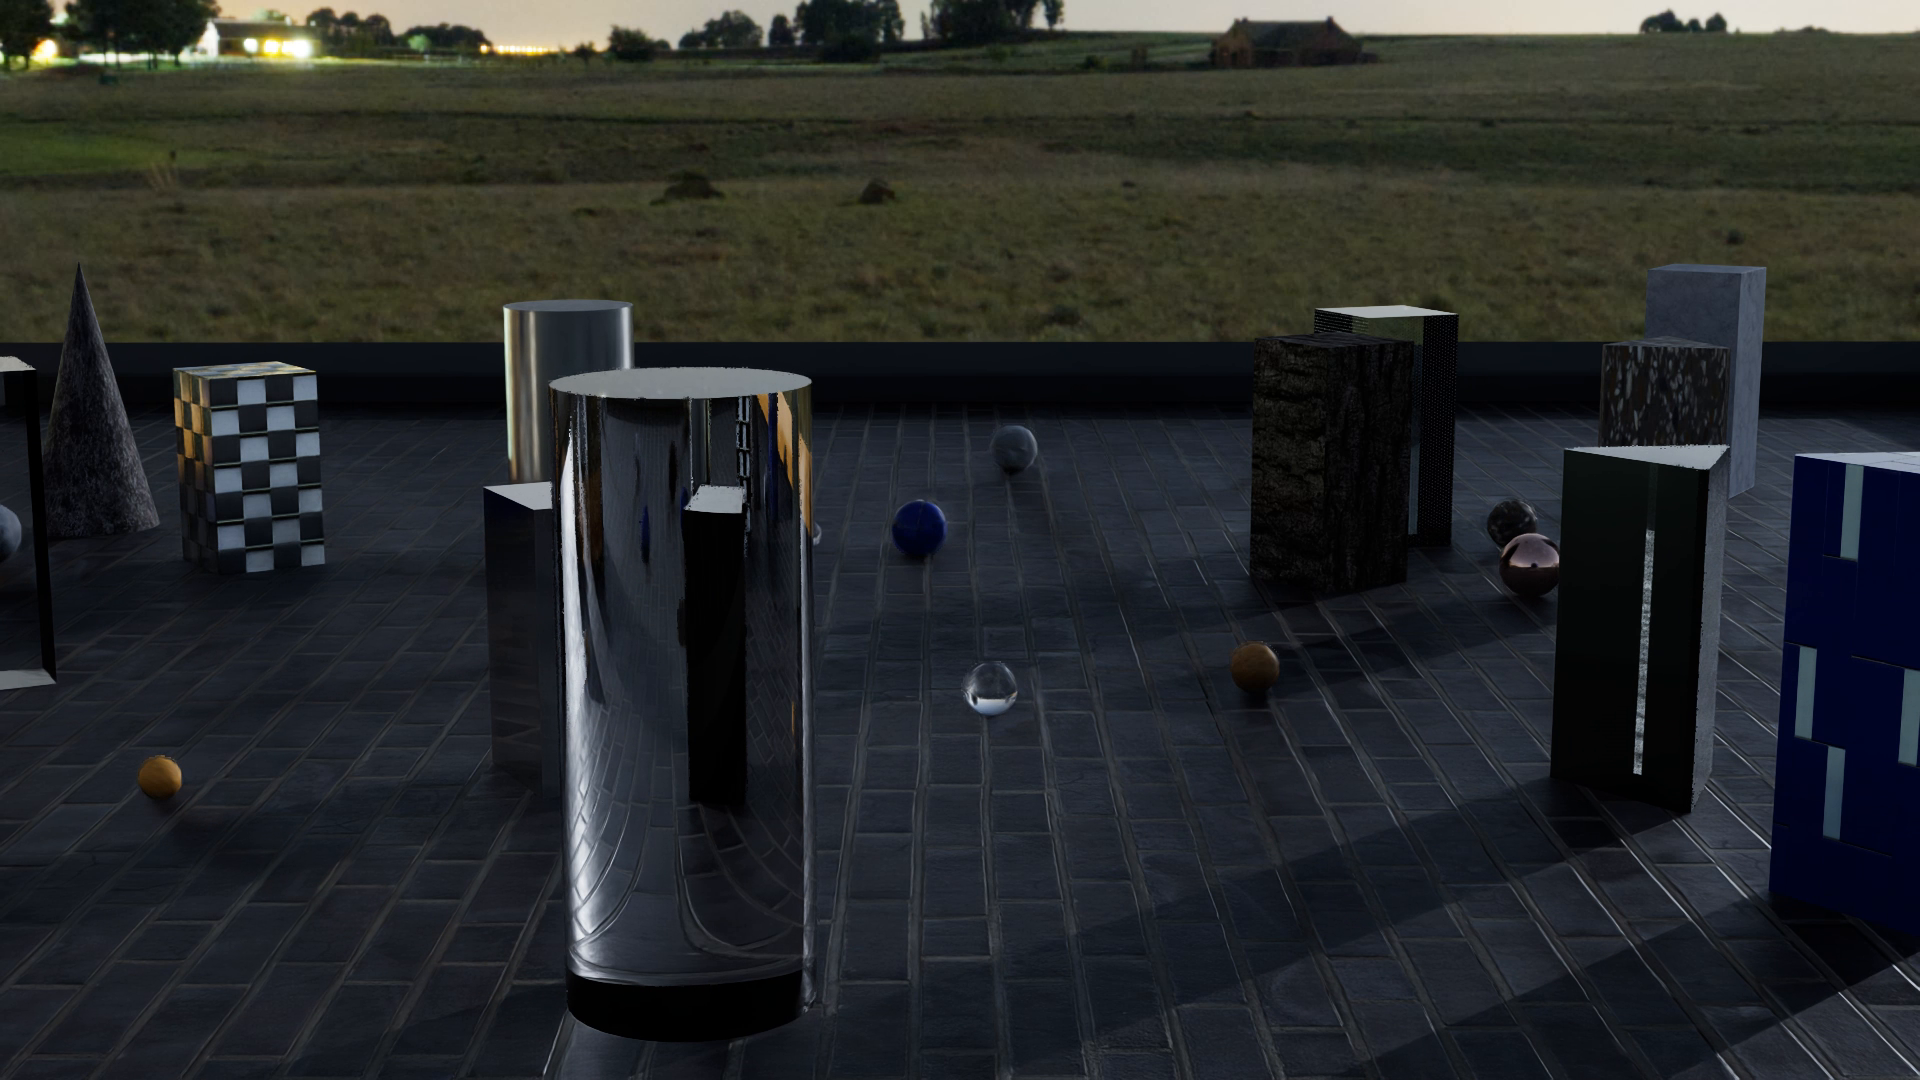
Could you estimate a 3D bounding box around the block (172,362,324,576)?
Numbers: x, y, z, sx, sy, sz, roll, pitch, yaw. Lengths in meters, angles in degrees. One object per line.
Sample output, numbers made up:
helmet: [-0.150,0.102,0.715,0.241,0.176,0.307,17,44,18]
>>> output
block: [-1.051,-0.109,3.791,0.159,0.286,0.159,-7,13,-35]

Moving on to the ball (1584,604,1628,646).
ball: [0.820,0.108,3.255,0.055,0.055,0.055,0,10,0]

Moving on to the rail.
rail: [-0.013,-0.364,5.596,4.308,0.129,0.045,0,10,0]

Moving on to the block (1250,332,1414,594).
block: [0.529,-0.114,3.658,0.159,0.344,0.159,-7,12,-32]

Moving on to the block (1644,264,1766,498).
block: [1.283,-0.278,4.438,0.159,0.383,0.159,7,12,32]

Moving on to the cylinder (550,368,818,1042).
cylinder: [-0.212,0.121,1.990,0.198,0.489,0.198,0,10,0]

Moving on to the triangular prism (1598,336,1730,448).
triangular prism: [1.017,-0.121,3.721,0.172,0.335,0.149,3,11,16]

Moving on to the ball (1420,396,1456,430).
ball: [0.965,-0.255,5.179,0.069,0.069,0.069,0,10,0]

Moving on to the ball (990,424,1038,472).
ball: [0.097,-0.166,4.645,0.086,0.086,0.086,0,10,0]

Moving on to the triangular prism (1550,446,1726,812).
triangular prism: [0.724,0.080,2.611,0.149,0.343,0.172,-8,13,-36]

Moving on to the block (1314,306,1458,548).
block: [0.652,-0.175,3.960,0.159,0.355,0.159,-4,11,-22]

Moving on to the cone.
cone: [-1.386,-0.232,4.073,0.198,0.425,0.198,0,10,0]

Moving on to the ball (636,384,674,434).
ball: [-0.621,-0.262,5.130,0.099,0.099,0.099,0,10,0]

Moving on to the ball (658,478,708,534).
ball: [-0.440,-0.053,4.030,0.089,0.089,0.089,0,10,0]

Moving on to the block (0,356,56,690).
block: [-1.185,-0.019,3.058,0.159,0.376,0.159,-6,12,-28]

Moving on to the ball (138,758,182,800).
ball: [-0.803,0.240,2.575,0.042,0.042,0.042,0,10,0]

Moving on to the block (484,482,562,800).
block: [-0.388,0.096,2.658,0.159,0.295,0.159,-6,12,-28]

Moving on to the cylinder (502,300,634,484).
cylinder: [-0.599,-0.180,3.956,0.198,0.365,0.198,0,10,0]

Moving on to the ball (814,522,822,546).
ball: [-0.234,-0.010,3.921,0.044,0.044,0.044,0,10,0]

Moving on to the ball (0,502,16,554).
ball: [-1.461,-0.019,3.834,0.093,0.093,0.093,0,10,0]

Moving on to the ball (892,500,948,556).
ball: [-0.061,-0.018,3.855,0.084,0.084,0.084,0,10,0]

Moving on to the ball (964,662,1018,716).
ball: [0.035,0.169,2.905,0.061,0.061,0.061,0,10,0]

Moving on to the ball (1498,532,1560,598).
ball: [0.792,0.035,3.554,0.089,0.089,0.089,0,10,0]

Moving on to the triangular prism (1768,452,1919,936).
triangular prism: [0.835,0.124,2.237,0.149,0.393,0.172,-7,13,-35]

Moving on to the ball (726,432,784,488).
ball: [-0.357,-0.138,4.466,0.098,0.098,0.098,0,10,0]

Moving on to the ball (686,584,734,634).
ball: [-0.325,0.089,3.329,0.064,0.064,0.064,0,10,0]

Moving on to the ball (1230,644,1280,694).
ball: [0.347,0.151,3.014,0.058,0.058,0.058,0,10,0]

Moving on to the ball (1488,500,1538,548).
ball: [0.842,-0.024,3.911,0.075,0.075,0.075,0,10,0]
